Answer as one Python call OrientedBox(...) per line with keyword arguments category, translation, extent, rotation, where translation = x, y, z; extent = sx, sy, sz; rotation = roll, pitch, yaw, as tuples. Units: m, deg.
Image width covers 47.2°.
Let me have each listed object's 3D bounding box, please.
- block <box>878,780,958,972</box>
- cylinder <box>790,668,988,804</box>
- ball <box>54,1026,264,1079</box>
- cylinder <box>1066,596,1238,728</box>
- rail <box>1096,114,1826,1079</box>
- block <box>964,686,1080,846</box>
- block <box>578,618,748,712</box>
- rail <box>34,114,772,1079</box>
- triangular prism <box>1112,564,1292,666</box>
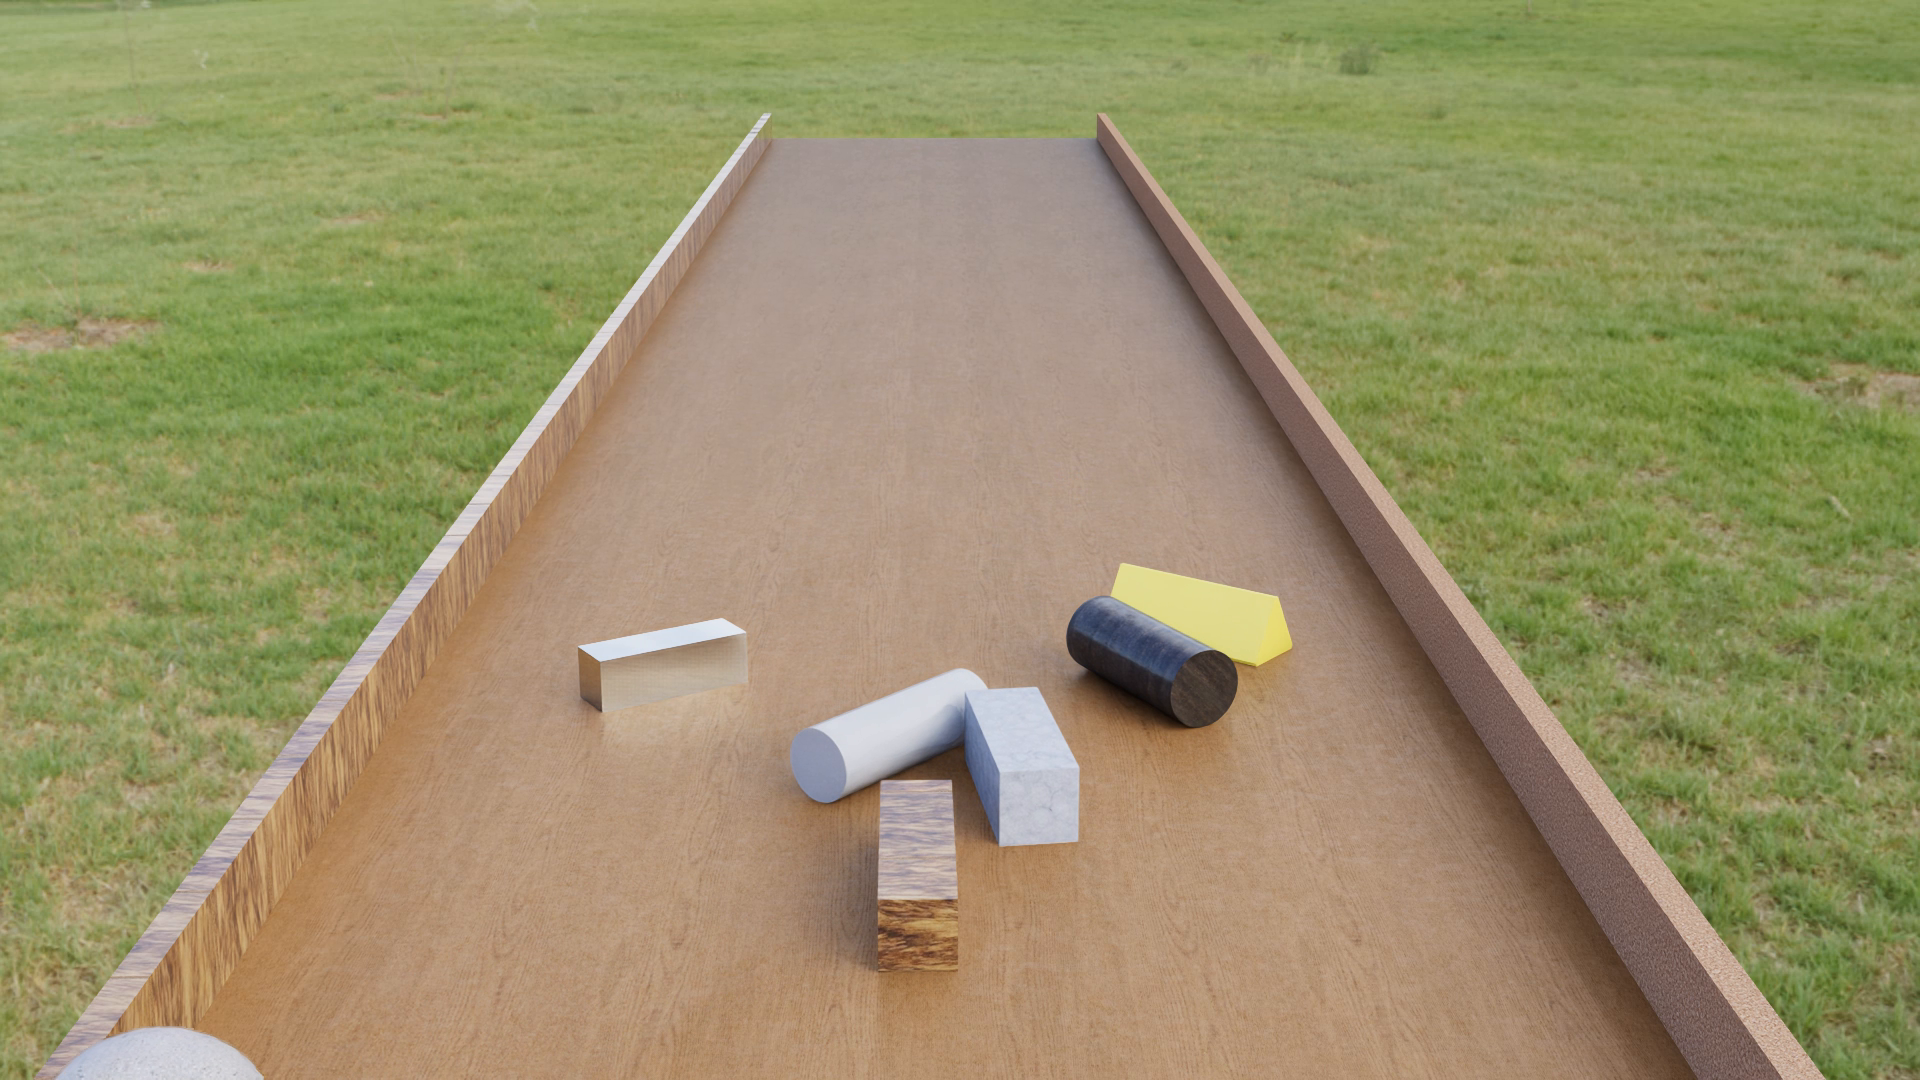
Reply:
OrientedBox(category="block", translation=(-0.065, 0.502, 3.339), extent=(0.114, 0.114, 0.434), rotation=(0, 17, -1))
OrientedBox(category="cylinder", translation=(-0.115, 0.339, 3.855), extent=(0.132, 0.132, 0.387), rotation=(14, 21, 38))
OrientedBox(category="ball", translation=(-0.897, 0.683, 2.449), extent=(0.275, 0.275, 0.275), rotation=(0, 17, 0))
OrientedBox(category="cylinder", translation=(0.362, 0.228, 4.198), extent=(0.150, 0.150, 0.368), rotation=(-9, 19, -27))
OrientedBox(category="rail", translation=(0.932, -0.844, 7.801), extent=(0.050, 0.150, 12.000), rotation=(0, 17, -1))
OrientedBox(category="block", translation=(0.100, 0.378, 3.727), extent=(0.130, 0.130, 0.376), rotation=(-2, 17, -8))
OrientedBox(category="block", translation=(-0.571, 0.240, 4.240), extent=(0.308, 0.103, 0.103), rotation=(-11, 20, -32))
OrientedBox(category="rail", translation=(-1.118, -0.838, 7.780), extent=(0.050, 0.150, 12.000), rotation=(0, 17, -1))
OrientedBox(category="triangular prism", translation=(0.486, 0.141, 4.522), extent=(0.372, 0.125, 0.144), rotation=(13, 21, 36))
